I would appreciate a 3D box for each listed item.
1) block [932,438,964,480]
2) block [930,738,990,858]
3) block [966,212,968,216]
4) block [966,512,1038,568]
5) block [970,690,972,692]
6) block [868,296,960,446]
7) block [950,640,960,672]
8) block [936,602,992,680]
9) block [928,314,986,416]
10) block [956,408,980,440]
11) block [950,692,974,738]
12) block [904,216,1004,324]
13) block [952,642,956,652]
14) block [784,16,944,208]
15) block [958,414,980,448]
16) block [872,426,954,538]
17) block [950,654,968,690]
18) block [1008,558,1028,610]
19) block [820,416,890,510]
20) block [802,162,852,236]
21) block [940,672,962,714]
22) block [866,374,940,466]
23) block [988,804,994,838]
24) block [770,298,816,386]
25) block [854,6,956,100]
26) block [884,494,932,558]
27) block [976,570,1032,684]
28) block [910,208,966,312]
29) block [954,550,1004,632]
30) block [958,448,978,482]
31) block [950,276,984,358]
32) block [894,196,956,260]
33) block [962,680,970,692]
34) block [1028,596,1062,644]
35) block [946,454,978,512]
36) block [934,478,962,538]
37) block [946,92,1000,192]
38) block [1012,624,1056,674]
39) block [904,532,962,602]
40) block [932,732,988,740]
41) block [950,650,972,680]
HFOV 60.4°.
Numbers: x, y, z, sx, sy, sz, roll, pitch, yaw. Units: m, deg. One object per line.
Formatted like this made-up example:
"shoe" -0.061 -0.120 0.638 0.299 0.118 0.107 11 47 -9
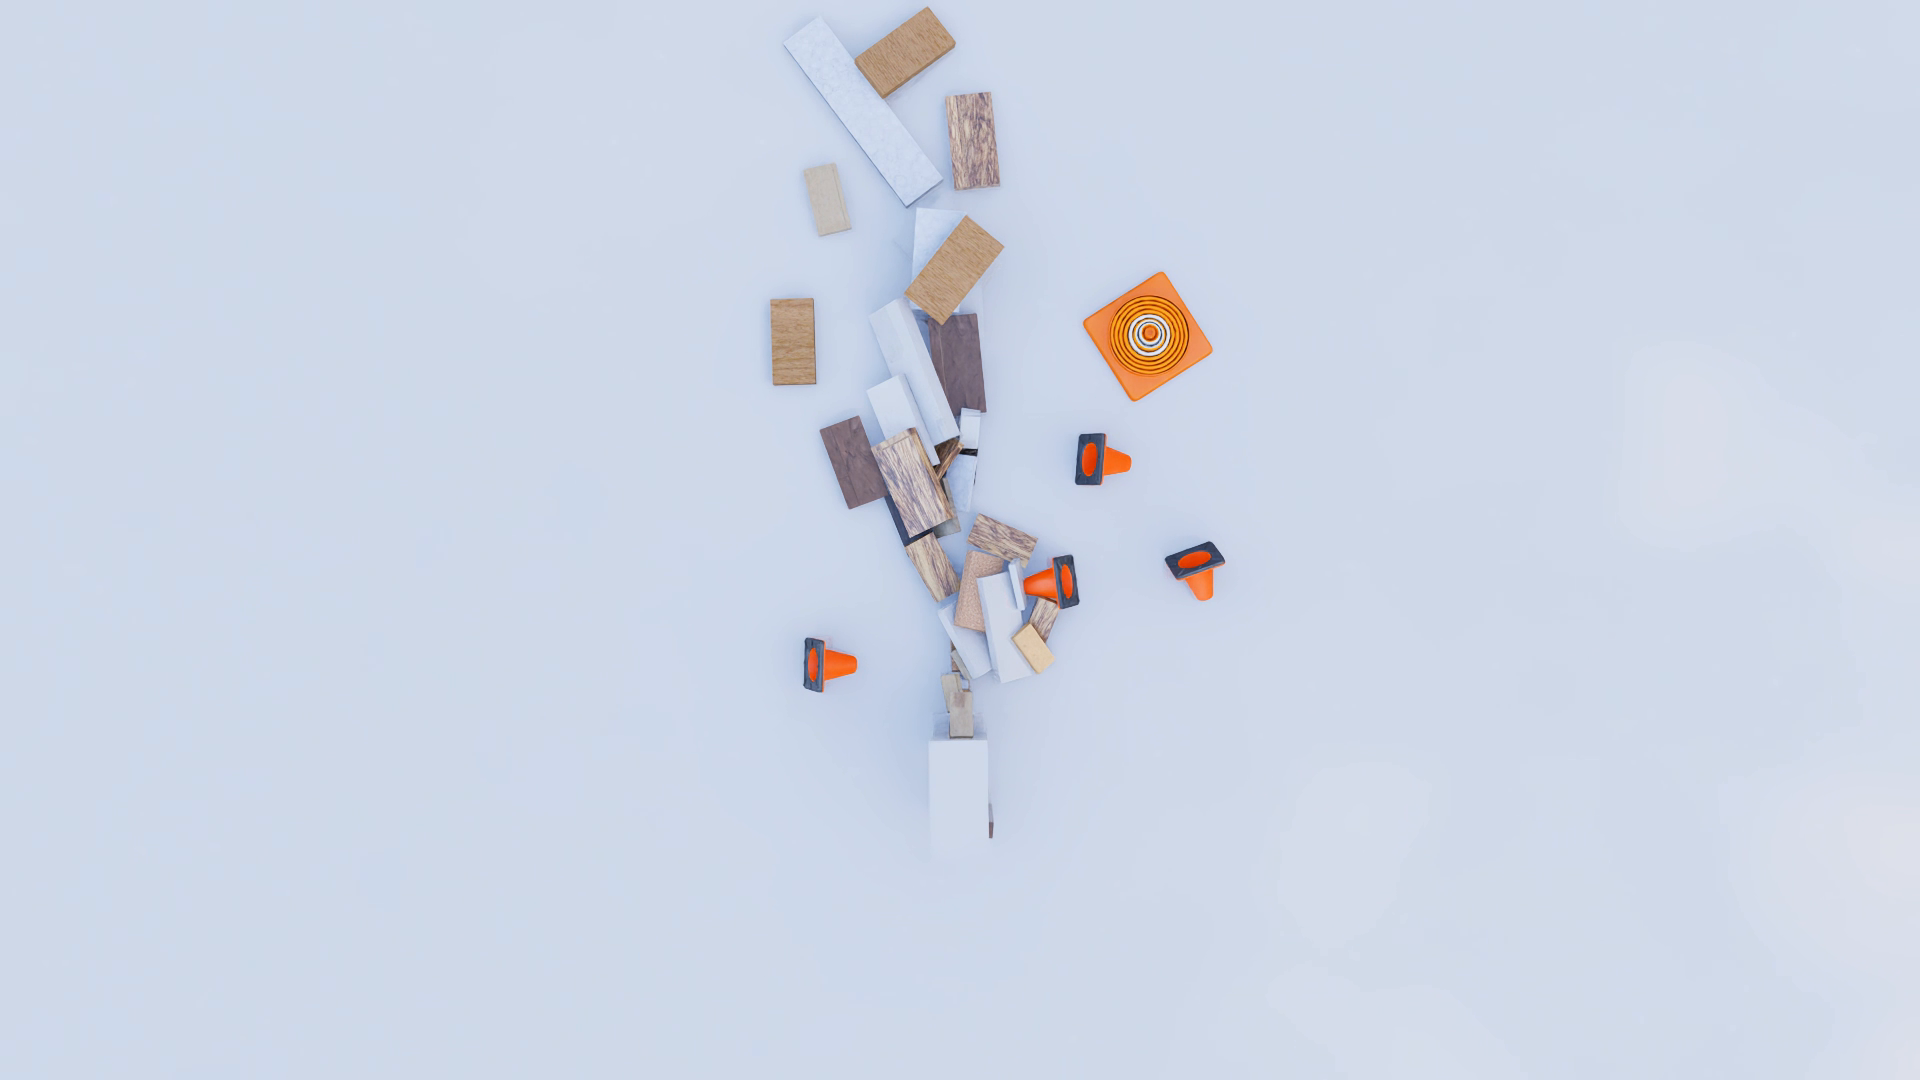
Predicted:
"block" -0.071 -0.260 5.456 0.026 0.092 0.185 36 90 -39
"block" -0.003 0.799 5.115 0.180 0.051 0.359 -1 90 0
"block" -0.024 -0.966 5.455 0.112 0.032 0.223 -3 106 0
"block" 0.140 0.002 5.485 0.215 0.030 0.108 24 90 0
"block" 0.004 0.560 5.438 0.075 0.150 0.021 -1 133 0
"block" -0.152 -0.543 5.423 0.046 0.162 0.483 -21 90 -40
"block" -0.003 0.383 5.472 0.054 0.015 0.107 -2 68 -1
"block" 0.036 0.321 5.447 0.125 0.035 0.250 -29 90 -39
"block" -0.009 -0.576 5.435 0.162 0.046 0.325 -6 99 1
"block" 0.025 -0.376 5.453 0.062 0.018 0.124 8 126 -7
"block" 0.005 0.569 5.364 0.075 0.021 0.150 -1 64 0
"block" -0.019 -0.873 5.341 0.162 0.046 0.323 39 97 -6
"block" 0.000 0.317 5.477 0.054 0.015 0.107 -1 73 -1
"block" -0.321 -1.420 5.478 0.153 0.043 0.677 -37 90 0
"block" 0.031 -0.359 5.444 0.062 0.018 0.124 3 126 -3
"block" -0.156 -0.189 5.408 0.162 0.046 0.323 -25 87 31
"block" -0.003 0.435 5.468 0.063 0.018 0.125 -1 68 0
"block" 0.195 0.146 5.443 0.022 0.078 0.157 -9 103 16
"block" -0.352 -0.257 5.480 0.141 0.040 0.283 -20 90 0
"block" -0.441 -1.131 5.484 0.112 0.032 0.223 -14 90 0
"block" -0.022 0.502 5.418 0.063 0.018 0.125 -10 66 -4
"block" -0.188 -0.374 5.443 0.141 0.040 0.318 -22 90 35
"block" 0.014 0.899 5.320 0.180 0.359 0.051 4 90 0
"block" -0.554 -0.658 5.480 0.141 0.040 0.283 -2 90 0
"block" -0.181 -1.612 5.456 0.306 0.043 0.153 -38 90 -8
"block" -0.162 -0.062 5.485 0.108 0.030 0.215 -22 90 0
"block" 0.146 0.286 5.440 0.125 0.035 0.353 -13 95 -31
"block" -0.072 -0.912 5.381 0.162 0.046 0.325 4 99 -1
"block" 0.062 0.171 5.435 0.125 0.035 0.250 15 80 -30
"block" 0.024 -0.249 5.491 0.062 0.018 0.124 5 90 0
"block" -0.006 -0.763 5.452 0.162 0.046 0.325 -3 99 0
"block" -0.100 -1.029 5.484 0.223 0.032 0.112 -40 90 0
"block" 0.000 0.510 5.453 0.063 0.018 0.125 -1 50 0
"block" 0.273 0.264 5.456 0.078 0.022 0.157 21 116 0
"block" -0.002 -0.191 5.464 0.092 0.026 0.184 10 94 22
"block" -0.061 -0.106 5.459 0.092 0.026 0.184 -16 88 37
"block" 0.042 -1.324 5.478 0.153 0.043 0.306 -6 90 0
"block" 0.242 0.360 5.455 0.078 0.022 0.157 -41 109 -16
"block" -0.086 0.089 5.465 0.108 0.030 0.215 -29 100 1
"block" 0.000 0.674 5.320 0.180 0.359 0.051 -1 92 0
"block" 0.016 0.405 5.433 0.054 0.015 0.107 -31 92 -39
